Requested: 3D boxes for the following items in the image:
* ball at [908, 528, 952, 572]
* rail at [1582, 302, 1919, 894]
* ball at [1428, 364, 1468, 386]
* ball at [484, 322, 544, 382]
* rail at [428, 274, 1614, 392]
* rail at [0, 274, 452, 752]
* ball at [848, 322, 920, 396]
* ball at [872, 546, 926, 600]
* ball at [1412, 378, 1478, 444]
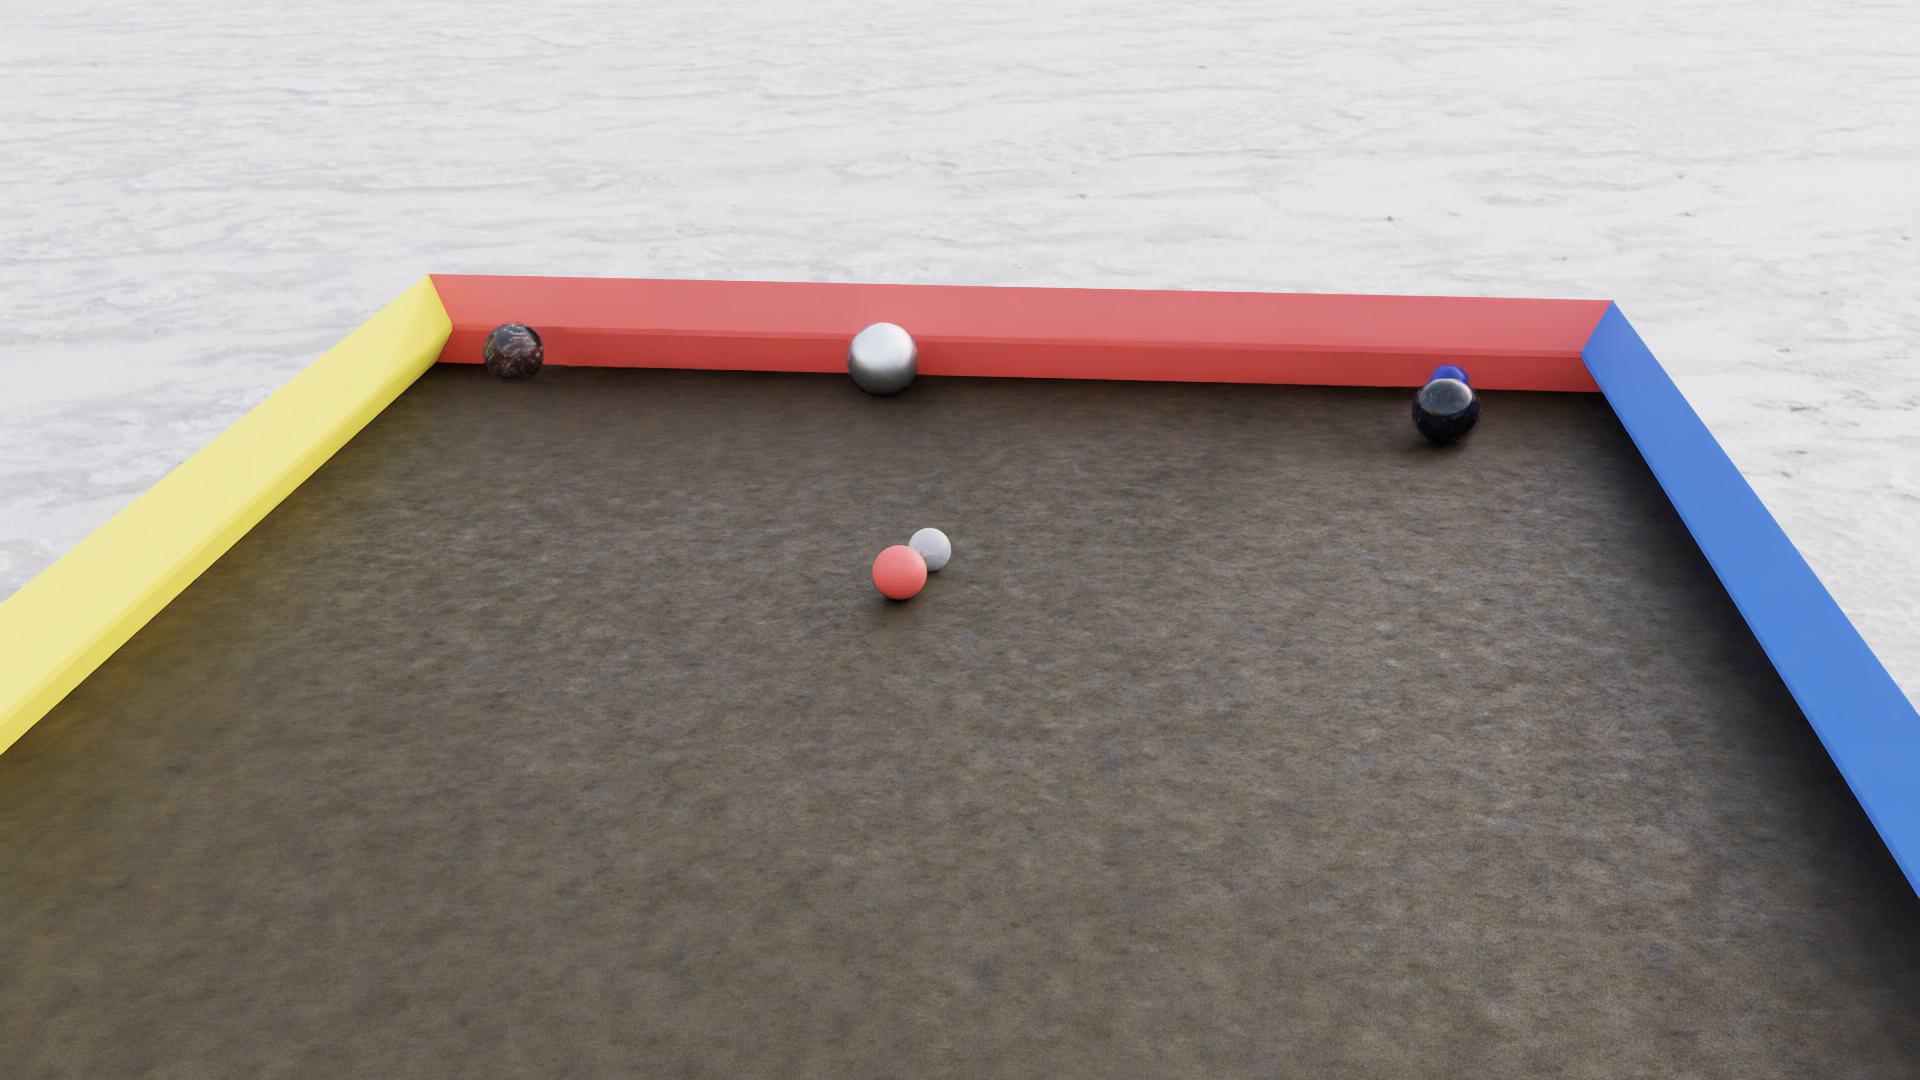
[{"bbox_3d":[-0.034,0.011,2.428,0.048,0.048,0.048,0,21,0],"label":"ball"},{"bbox_3d":[0.742,0.262,1.652,0.045,0.130,2.993,2,21,5],"label":"rail"},{"bbox_3d":[0.667,-0.213,3.005,0.055,0.055,0.055,0,21,0],"label":"ball"},{"bbox_3d":[-0.629,-0.265,3.102,0.083,0.083,0.083,0,21,0],"label":"ball"},{"bbox_3d":[0.064,-0.287,3.090,1.670,0.130,0.045,2,21,5],"label":"rail"},{"bbox_3d":[-0.875,0.211,1.787,0.045,0.130,2.993,2,21,5],"label":"rail"},{"bbox_3d":[-0.106,-0.250,3.040,0.100,0.100,0.100,0,21,0],"label":"ball"},{"bbox_3d":[-0.065,0.035,2.351,0.059,0.059,0.059,0,21,0],"label":"ball"},{"bbox_3d":[0.627,-0.167,2.842,0.085,0.085,0.085,0,21,0],"label":"ball"}]
